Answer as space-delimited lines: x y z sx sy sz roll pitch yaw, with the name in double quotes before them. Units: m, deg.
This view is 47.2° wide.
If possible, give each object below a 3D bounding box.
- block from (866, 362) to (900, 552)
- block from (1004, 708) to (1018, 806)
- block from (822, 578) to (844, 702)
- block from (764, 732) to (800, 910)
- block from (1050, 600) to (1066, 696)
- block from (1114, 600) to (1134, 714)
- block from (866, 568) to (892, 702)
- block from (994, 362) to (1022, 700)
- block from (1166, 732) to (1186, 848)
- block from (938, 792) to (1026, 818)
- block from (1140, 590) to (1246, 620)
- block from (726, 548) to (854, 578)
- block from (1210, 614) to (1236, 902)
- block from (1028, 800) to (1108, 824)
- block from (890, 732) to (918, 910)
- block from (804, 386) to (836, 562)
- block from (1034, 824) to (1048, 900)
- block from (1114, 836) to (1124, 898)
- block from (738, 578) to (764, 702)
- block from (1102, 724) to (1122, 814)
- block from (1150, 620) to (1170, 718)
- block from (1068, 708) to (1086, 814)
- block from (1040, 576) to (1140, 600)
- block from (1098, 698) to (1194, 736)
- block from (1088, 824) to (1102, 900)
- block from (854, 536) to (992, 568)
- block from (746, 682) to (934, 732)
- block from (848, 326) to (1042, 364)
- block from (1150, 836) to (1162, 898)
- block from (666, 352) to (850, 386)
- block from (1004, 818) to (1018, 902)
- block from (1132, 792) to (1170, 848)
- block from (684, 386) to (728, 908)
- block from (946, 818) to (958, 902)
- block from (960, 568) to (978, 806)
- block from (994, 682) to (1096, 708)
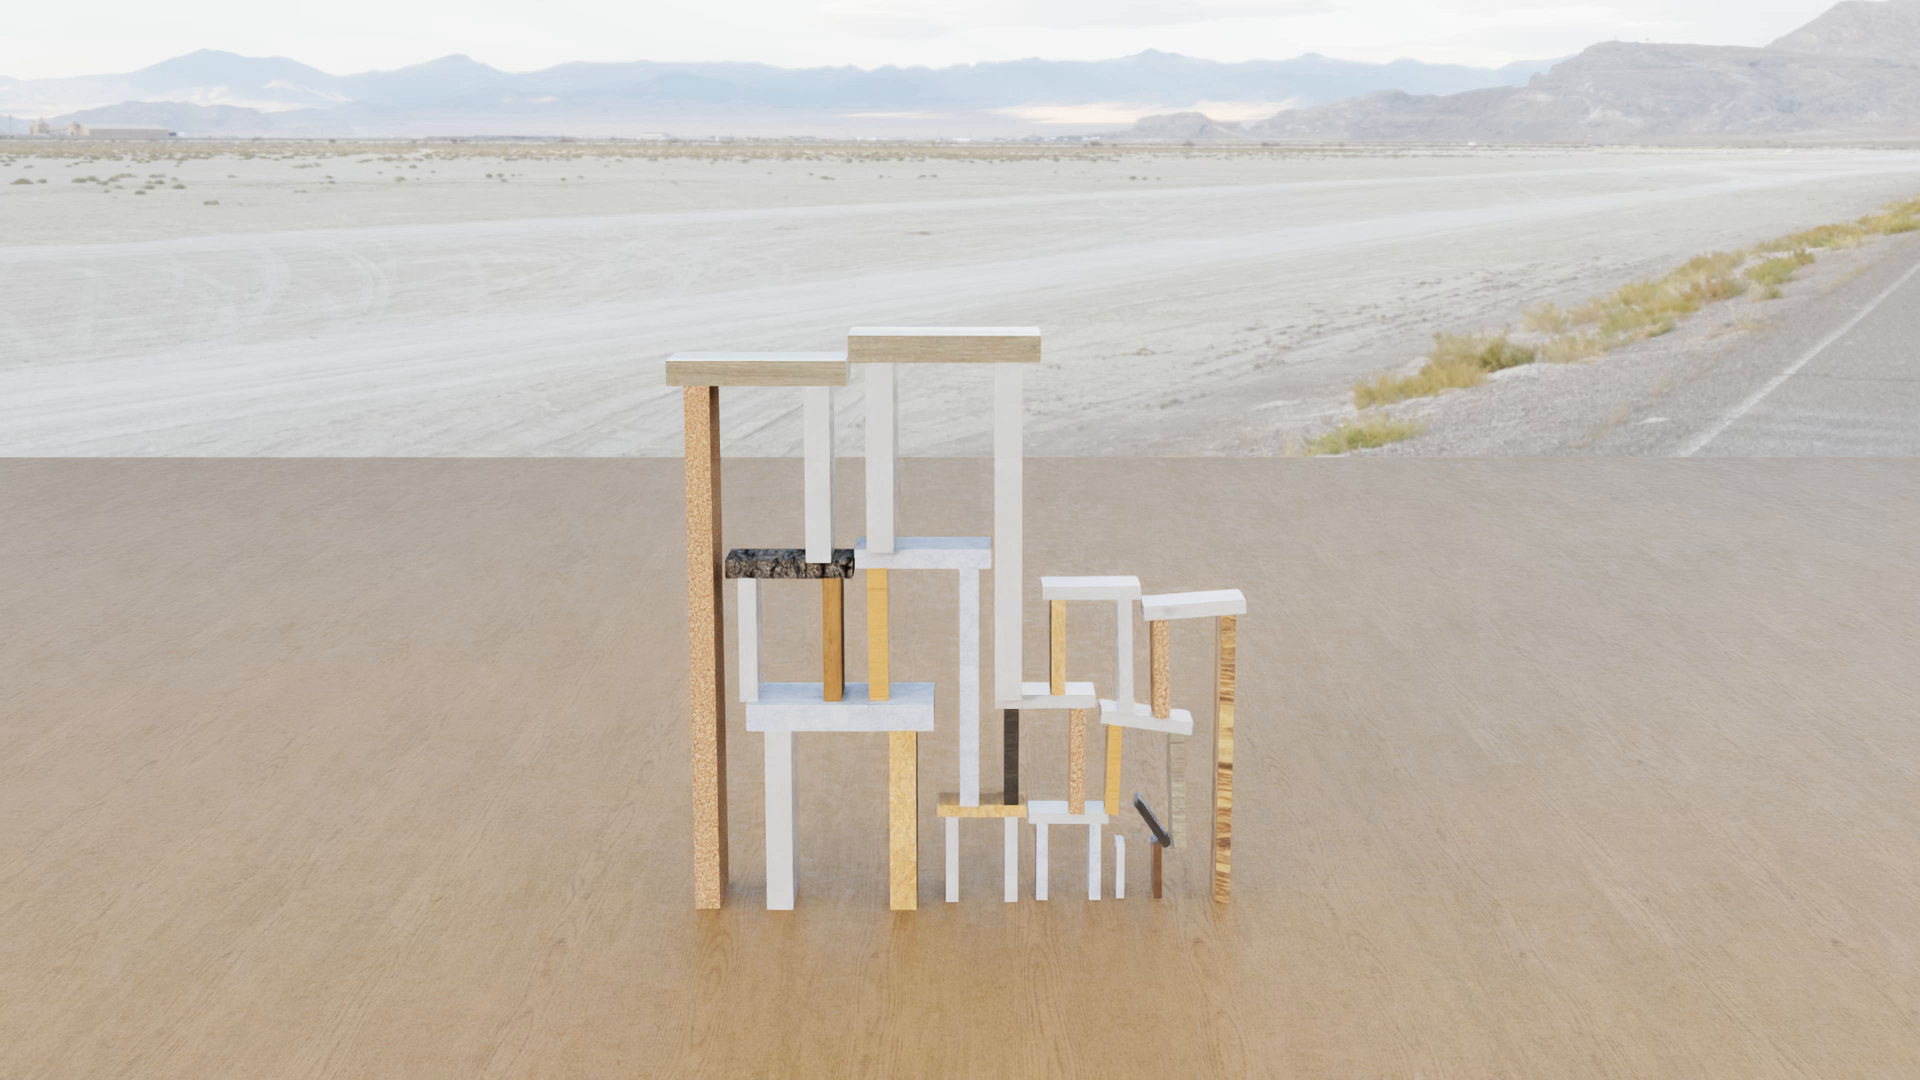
"block" -0.124 -0.142 3.533 0.043 0.301 0.151 0 11 2
"block" 0.084 0.346 3.624 0.023 0.163 0.081 0 11 0
"block" -0.206 0.152 3.585 0.029 0.203 0.102 0 11 0
"block" -0.293 0.442 3.639 0.043 0.302 0.151 0 11 0
"block" 0.159 0.167 3.586 0.022 0.157 0.079 0 11 0
"block" 0.268 0.182 3.588 0.022 0.188 0.079 -2 11 0
"block" -0.131 0.143 3.591 0.031 0.219 0.109 0 10 1
"block" 0.077 -0.023 3.554 0.043 0.543 0.151 0 11 0
"block" 0.357 0.404 3.634 0.021 0.193 0.075 -3 11 0
"block" 0.036 0.437 3.636 0.146 0.021 0.073 0 11 0
"block" 0.378 0.105 3.574 0.164 0.023 0.082 -4 10 0
"block" -0.274 0.038 3.564 0.203 0.029 0.102 0 11 0
"block" 0.432 0.352 3.621 0.023 0.485 0.082 0 11 0
"block" 0.179 0.451 3.645 0.131 0.019 0.066 0 11 0
"block" -0.092 0.442 3.639 0.043 0.301 0.151 0 11 0
"block" -0.225 -0.115 3.537 0.040 0.282 0.141 0 11 0
"block" 0.136 0.525 3.658 0.019 0.131 0.066 0 11 0
"block" 0.266 0.544 3.661 0.013 0.094 0.047 0 11 0
"block" -0.341 0.152 3.585 0.029 0.203 0.102 0 11 0
"block" 0.251 0.369 3.627 0.021 0.150 0.075 2 11 0
"block" 0.326 0.202 3.592 0.023 0.164 0.082 -2 11 0
"block" 0.192 0.354 3.625 0.023 0.179 0.081 0 11 0
"block" 0.211 0.078 3.569 0.158 0.022 0.079 0 11 0
"block" 0.304 0.290 3.612 0.150 0.021 0.075 8 11 -1
"block" 0.223 0.525 3.659 0.019 0.131 0.066 0 11 0
"block" -0.059 0.020 3.567 0.219 0.031 0.109 0 11 1
"block" -0.193 0.273 3.608 0.302 0.043 0.151 0 11 0
"block" -0.024 -0.311 3.500 0.301 0.043 0.151 0 11 0
"block" 0.327 0.544 3.661 0.013 0.094 0.047 -1 11 0
"block" -0.319 -0.273 3.508 0.282 0.040 0.141 0 11 0
"block" 0.084 0.519 3.652 0.021 0.146 0.073 0 11 0
"block" 0.317 0.463 3.646 0.013 0.094 0.047 -34 8 6
"block" -0.413 0.168 3.589 0.040 0.858 0.141 0 11 0
"block" -0.013 0.519 3.652 0.021 0.146 0.073 0 10 0
"block" 0.015 0.230 3.607 0.031 0.396 0.109 0 11 0
"block" 0.138 0.255 3.607 0.163 0.023 0.081 0 11 0
